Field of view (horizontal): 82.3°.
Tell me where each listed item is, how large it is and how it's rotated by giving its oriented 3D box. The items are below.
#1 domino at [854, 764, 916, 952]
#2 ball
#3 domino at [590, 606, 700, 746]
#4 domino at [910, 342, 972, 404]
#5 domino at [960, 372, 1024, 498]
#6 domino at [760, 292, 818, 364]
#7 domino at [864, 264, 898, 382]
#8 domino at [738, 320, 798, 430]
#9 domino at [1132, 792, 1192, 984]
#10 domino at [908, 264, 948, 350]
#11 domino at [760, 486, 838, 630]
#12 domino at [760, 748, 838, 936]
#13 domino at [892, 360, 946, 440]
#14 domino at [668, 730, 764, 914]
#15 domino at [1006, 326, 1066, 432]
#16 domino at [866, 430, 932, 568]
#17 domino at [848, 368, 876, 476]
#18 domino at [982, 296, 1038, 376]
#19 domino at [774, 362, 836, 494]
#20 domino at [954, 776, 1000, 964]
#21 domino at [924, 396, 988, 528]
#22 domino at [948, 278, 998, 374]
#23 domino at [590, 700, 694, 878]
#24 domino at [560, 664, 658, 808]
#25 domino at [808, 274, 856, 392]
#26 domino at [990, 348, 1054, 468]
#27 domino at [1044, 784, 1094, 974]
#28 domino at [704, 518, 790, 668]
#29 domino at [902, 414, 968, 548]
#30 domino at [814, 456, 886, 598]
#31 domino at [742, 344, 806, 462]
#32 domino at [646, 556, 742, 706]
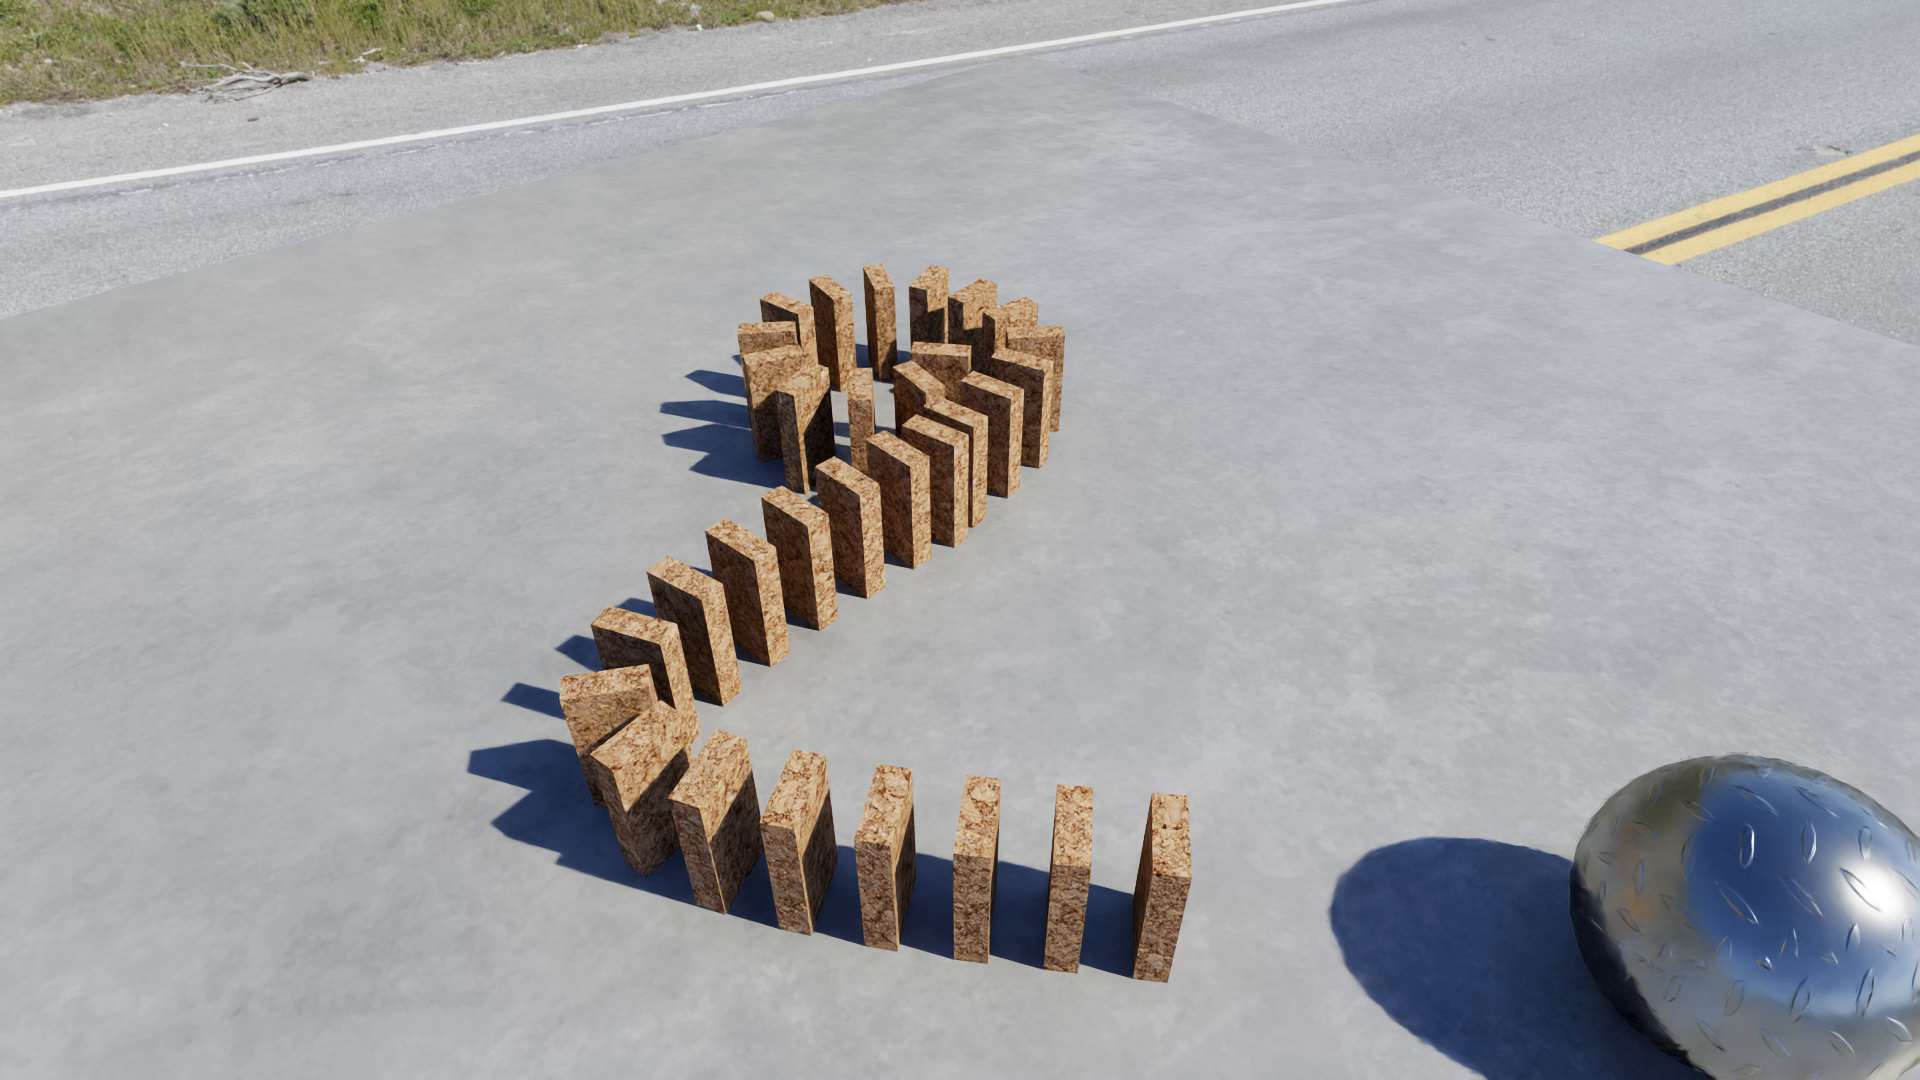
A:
[{"bbox_3d":[-0.020,0.088,0.304,0.009,0.050,0.025,7,40,8],"label":"domino"},{"bbox_3d":[0.197,0.094,0.273,0.080,0.080,0.080,0,39,0],"label":"ball"},{"bbox_3d":[-0.101,0.045,0.356,0.025,0.050,0.009,13,41,15],"label":"domino"},{"bbox_3d":[-0.008,-0.063,0.488,0.025,0.050,0.010,5,40,6],"label":"domino"},{"bbox_3d":[0.013,-0.044,0.465,0.025,0.050,0.010,24,45,27],"label":"domino"},{"bbox_3d":[-0.080,-0.090,0.521,0.025,0.050,0.009,27,46,29],"label":"domino"},{"bbox_3d":[-0.039,-0.107,0.542,0.010,0.050,0.025,-11,41,-13],"label":"domino"},{"bbox_3d":[-0.086,-0.075,0.503,0.025,0.050,0.010,-3,39,-4],"label":"domino"},{"bbox_3d":[0.054,0.094,0.296,0.009,0.050,0.025,5,40,5],"label":"domino"},{"bbox_3d":[-0.015,-0.106,0.541,0.009,0.050,0.025,15,42,18],"label":"domino"},{"bbox_3d":[-0.058,0.007,0.403,0.025,0.050,0.009,30,48,31],"label":"domino"},{"bbox_3d":[-0.044,0.085,0.308,0.010,0.050,0.025,8,40,10],"label":"domino"},{"bbox_3d":[-0.017,-0.048,0.471,0.009,0.050,0.025,-24,45,-26],"label":"domino"},{"bbox_3d":[-0.068,0.081,0.313,0.010,0.050,0.025,13,41,16],"label":"domino"},{"bbox_3d":[0.033,-0.072,0.500,0.025,0.050,0.010,-3,39,-4],"label":"domino"},{"bbox_3d":[-0.024,-0.015,0.430,0.010,0.050,0.025,-32,49,-33],"label":"domino"},{"bbox_3d":[-0.041,-0.045,0.466,0.010,0.050,0.025,-2,39,-2],"label":"domino"},{"bbox_3d":[0.023,-0.086,0.517,0.025,0.050,0.010,-25,46,-27],"label":"domino"},{"bbox_3d":[-0.065,-0.047,0.469,0.009,0.050,0.025,19,43,21],"label":"domino"},{"bbox_3d":[0.005,0.091,0.301,0.009,0.050,0.025,5,40,6],"label":"domino"},{"bbox_3d":[-0.002,-0.031,0.450,0.025,0.050,0.009,26,46,28],"label":"domino"},{"bbox_3d":[0.006,-0.098,0.531,0.010,0.050,0.025,28,47,30],"label":"domino"},{"bbox_3d":[-0.090,0.073,0.322,0.010,0.050,0.025,26,46,28],"label":"domino"},{"bbox_3d":[-0.104,0.061,0.337,0.025,0.050,0.010,-8,40,-9],"label":"domino"},{"bbox_3d":[-0.061,-0.100,0.534,0.009,0.050,0.025,-23,44,-25],"label":"domino"},{"bbox_3d":[0.026,-0.057,0.481,0.025,0.050,0.010,19,43,21],"label":"domino"},{"bbox_3d":[0.029,0.092,0.299,0.009,0.050,0.025,4,39,5],"label":"domino"},{"bbox_3d":[-0.075,0.019,0.388,0.025,0.050,0.009,28,47,30],"label":"domino"},{"bbox_3d":[-0.010,-0.023,0.440,0.025,0.050,0.010,24,45,26],"label":"domino"},{"bbox_3d":[-0.041,-0.004,0.417,0.025,0.050,0.009,32,49,33],"label":"domino"},{"bbox_3d":[-0.080,-0.060,0.484,0.025,0.050,0.009,-15,42,-17],"label":"domino"},{"bbox_3d":[-0.090,0.032,0.373,0.025,0.050,0.009,23,45,26],"label":"domino"}]
